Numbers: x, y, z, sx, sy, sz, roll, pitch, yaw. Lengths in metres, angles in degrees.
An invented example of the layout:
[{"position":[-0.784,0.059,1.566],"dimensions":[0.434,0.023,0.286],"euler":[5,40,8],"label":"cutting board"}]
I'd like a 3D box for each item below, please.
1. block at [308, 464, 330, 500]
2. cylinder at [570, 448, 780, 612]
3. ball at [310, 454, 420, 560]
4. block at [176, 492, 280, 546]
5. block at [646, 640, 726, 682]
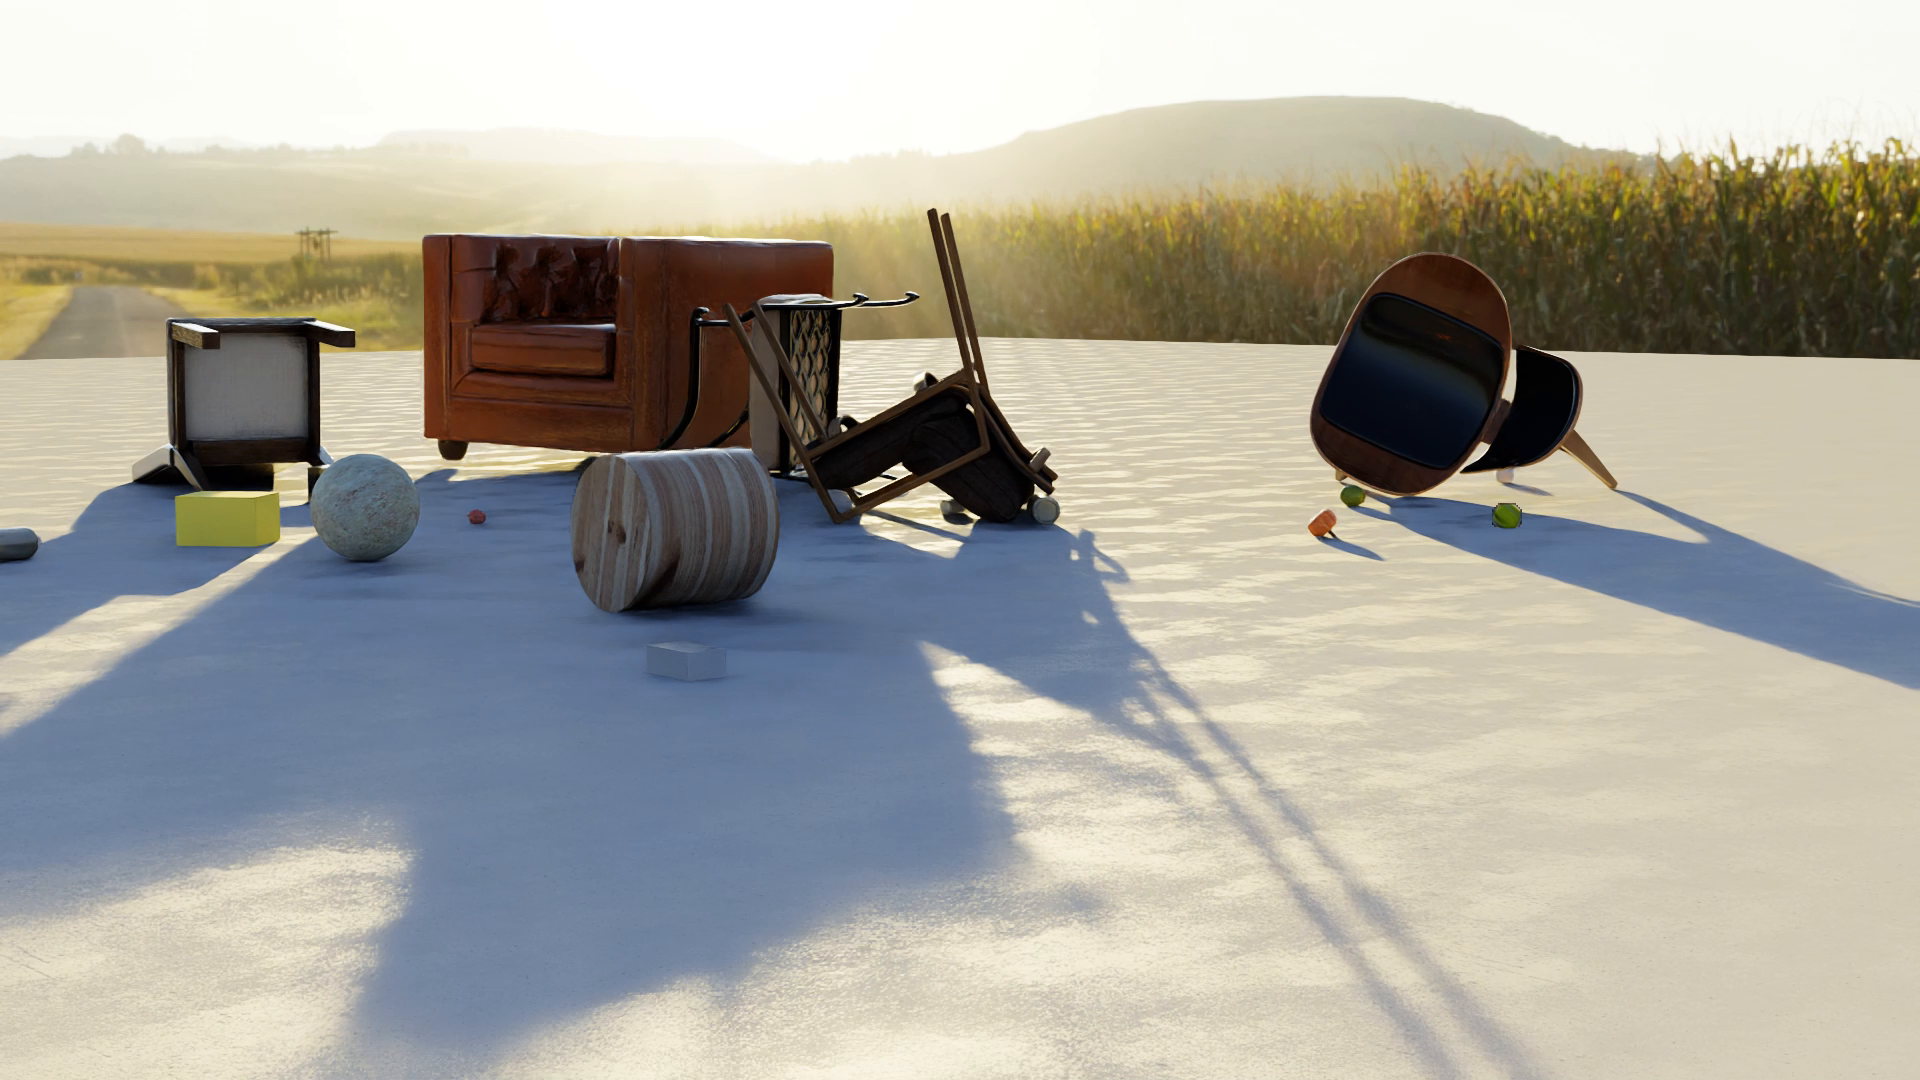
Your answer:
[{"position":[-1.835,-0.167,7.561],"dimensions":[0.131,0.098,0.110],"euler":[2,6,15],"label":"block"},{"position":[-0.567,-0.023,5.114],"dimensions":[0.312,0.314,0.273],"euler":[-5,21,-42],"label":"cylinder"},{"position":[-1.377,-0.077,5.940],"dimensions":[0.249,0.249,0.249],"euler":[0,6,0],"label":"ball"},{"position":[-1.807,-0.053,6.336],"dimensions":[0.202,0.121,0.157],"euler":[1,6,7],"label":"block"},{"position":[-0.454,0.200,4.248],"dimensions":[0.074,0.047,0.124],"euler":[-5,8,-39],"label":"block"}]
